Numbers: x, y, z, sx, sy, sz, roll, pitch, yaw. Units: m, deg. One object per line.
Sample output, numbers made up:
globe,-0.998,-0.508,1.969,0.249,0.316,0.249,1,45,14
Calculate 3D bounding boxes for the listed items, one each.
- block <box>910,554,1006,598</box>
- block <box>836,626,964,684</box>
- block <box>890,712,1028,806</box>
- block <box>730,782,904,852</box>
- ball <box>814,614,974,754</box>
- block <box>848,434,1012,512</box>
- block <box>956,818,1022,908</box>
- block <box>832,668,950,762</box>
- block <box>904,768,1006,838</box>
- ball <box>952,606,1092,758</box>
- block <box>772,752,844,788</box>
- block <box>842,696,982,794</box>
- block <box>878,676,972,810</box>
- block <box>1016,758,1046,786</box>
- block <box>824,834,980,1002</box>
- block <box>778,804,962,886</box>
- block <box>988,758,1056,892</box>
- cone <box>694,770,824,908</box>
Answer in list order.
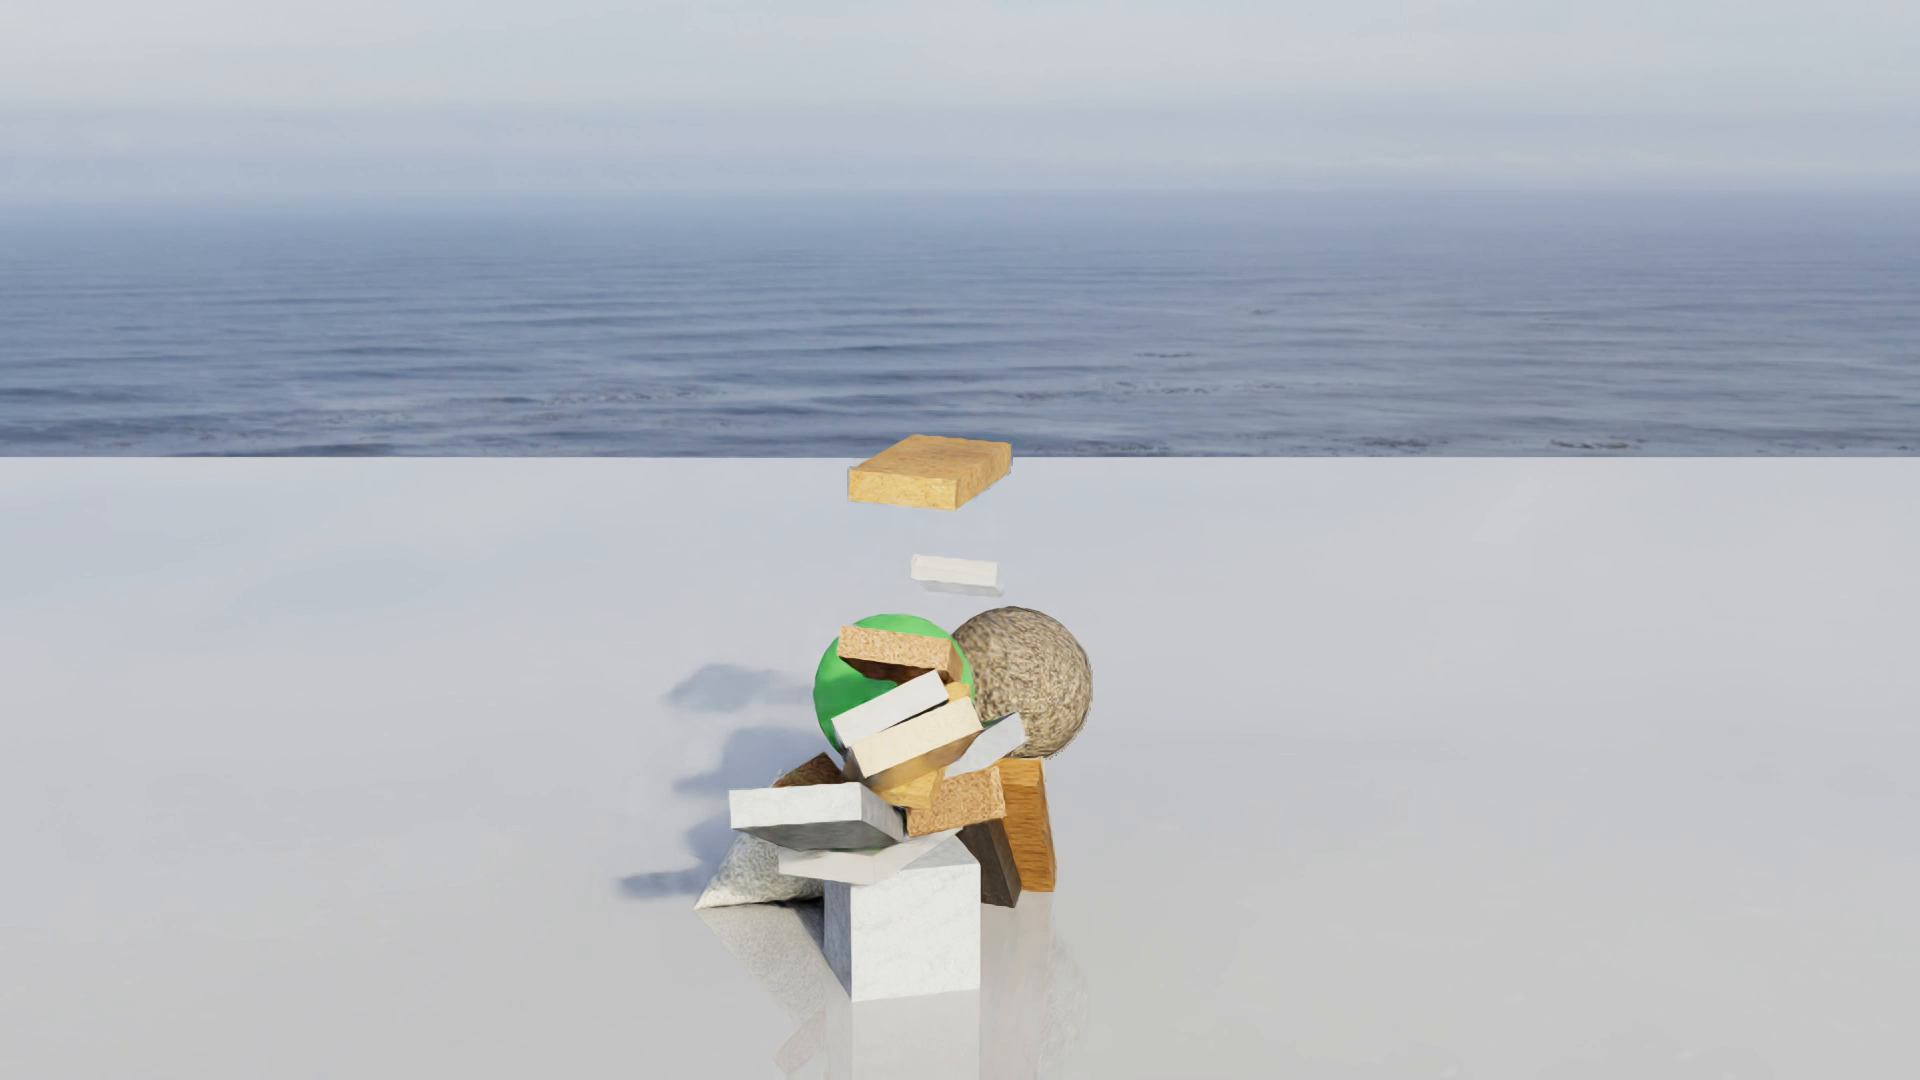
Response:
block,-0.001,0.064,3.749,0.141,0.040,0.282,5,-5,4
block,-0.075,0.166,3.034,0.141,0.040,0.512,7,-6,3
block,-0.027,0.328,3.259,0.166,0.047,0.333,-19,-1,18
block,-0.175,0.364,2.853,0.154,0.044,0.570,-4,-11,3
ball,-0.107,0.250,3.572,0.262,0.262,0.262,0,11,0
block,-0.039,-0.101,3.202,0.154,0.044,0.308,6,14,15
block,-0.003,0.480,3.522,0.153,0.305,0.043,7,53,19
block,-0.089,0.235,2.820,0.141,0.040,0.282,-25,-10,-7
block,-0.009,0.362,3.028,0.169,0.068,0.019,-19,-15,41
ball,0.092,0.257,3.866,0.279,0.279,0.279,0,11,0
block,-0.168,0.489,3.521,0.043,0.305,0.153,-42,-7,23
block,-0.065,0.269,2.781,0.154,0.044,0.308,-22,-10,-10
block,-0.060,0.275,2.997,0.101,0.029,0.202,6,46,17
block,0.045,0.456,3.705,0.167,0.047,0.333,-1,-29,-4
block,-0.090,0.558,3.312,0.194,0.194,0.194,-3,11,-15
block,-0.129,0.441,3.273,0.153,0.043,0.305,4,10,24
block,0.059,0.464,3.573,0.166,0.333,0.047,2,52,9
cone,-0.337,0.544,3.624,0.239,0.239,0.239,-31,19,-13
